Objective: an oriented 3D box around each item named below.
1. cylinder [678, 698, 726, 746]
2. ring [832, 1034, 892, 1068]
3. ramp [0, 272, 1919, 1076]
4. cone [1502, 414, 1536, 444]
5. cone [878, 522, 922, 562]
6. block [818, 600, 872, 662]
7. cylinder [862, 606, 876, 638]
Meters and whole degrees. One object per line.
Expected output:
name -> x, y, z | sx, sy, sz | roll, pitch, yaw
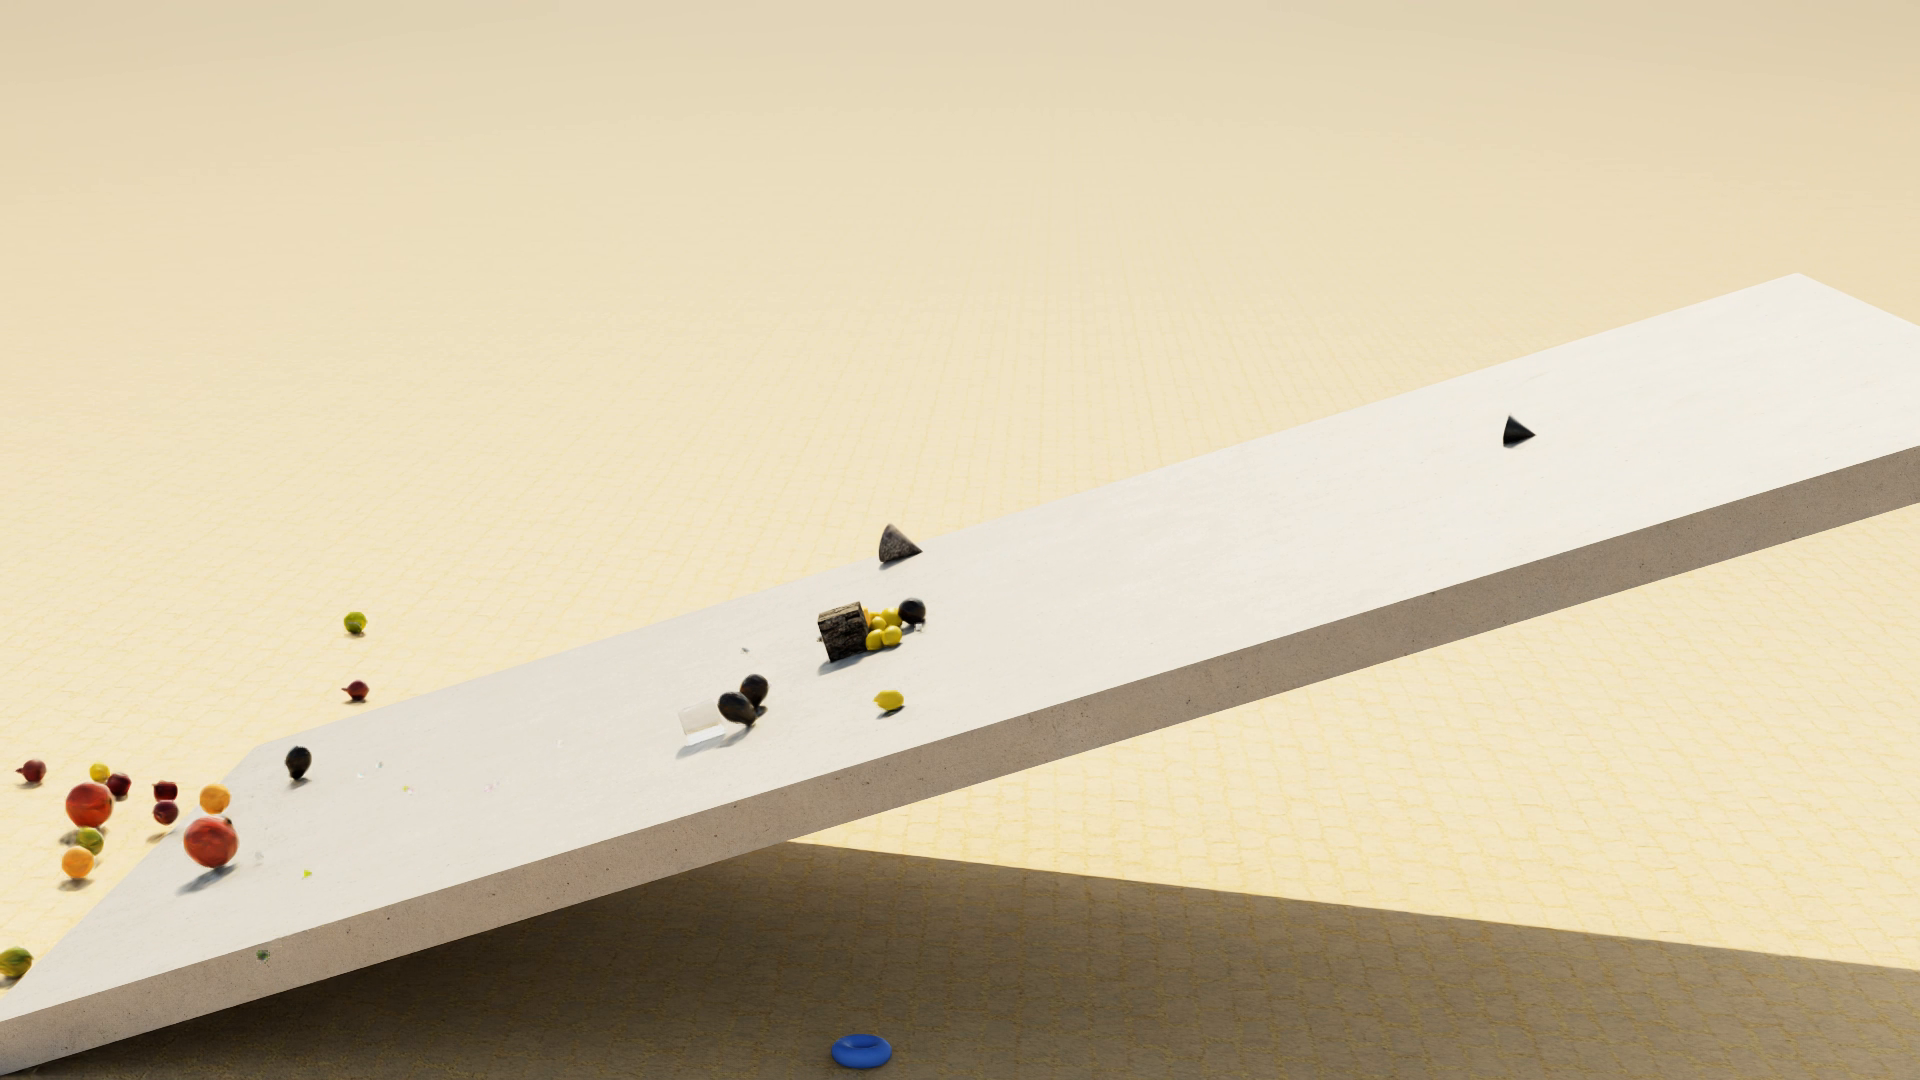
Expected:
cylinder -> -0.520, 0.366, 5.917 | 0.077, 0.077, 0.077 | -19, 14, -5
ring -> -0.188, 0.975, 5.609 | 0.116, 0.039, 0.116 | 1, 10, 0
ramp -> 0.100, 0.183, 6.312 | 4.000, 0.100, 2.000 | -17, 10, 5
cone -> 1.194, -0.230, 6.249 | 0.066, 0.066, 0.066 | 14, 15, 16
cone -> -0.134, 0.017, 7.174 | 0.099, 0.099, 0.099 | 14, 15, 17
block -> -0.246, 0.196, 6.297 | 0.092, 0.092, 0.092 | -17, 10, 3
cylinder -> -0.223, 0.186, 6.383 | 0.065, 0.065, 0.065 | -17, 10, 3
